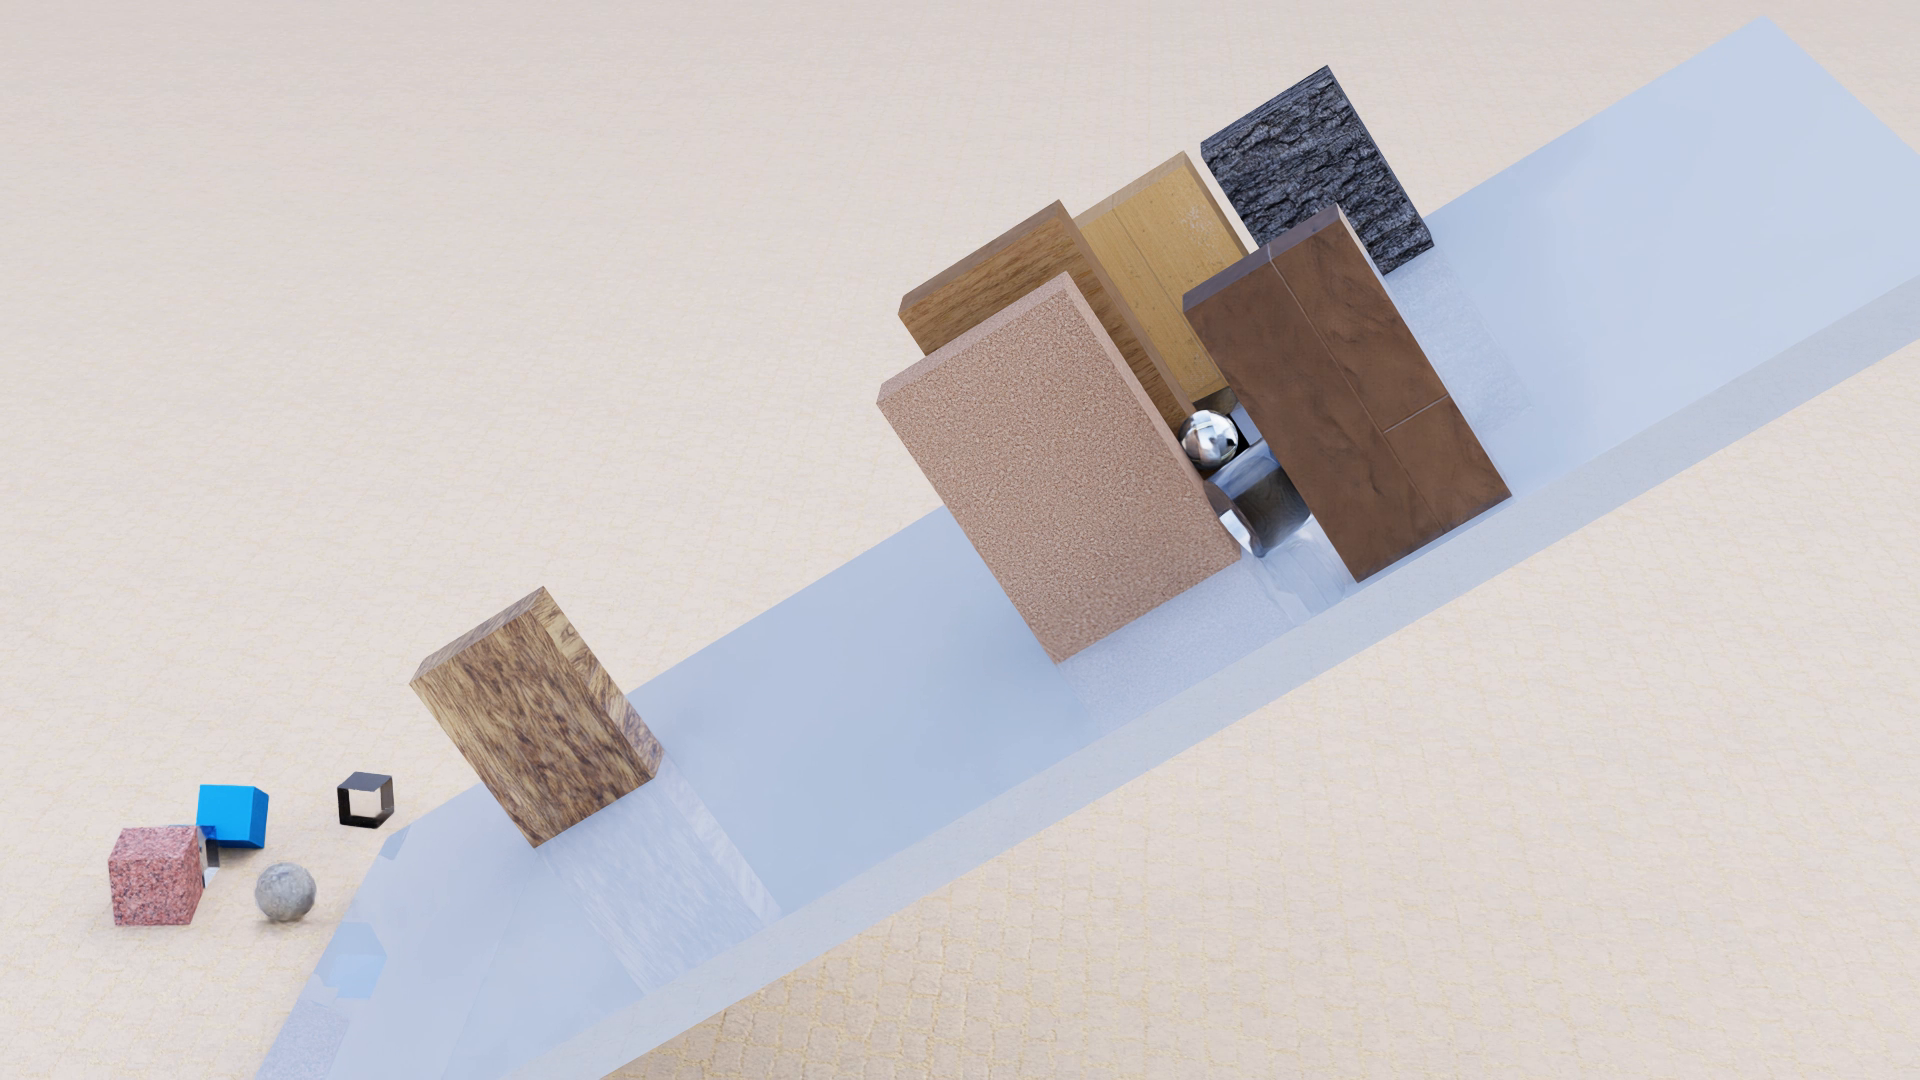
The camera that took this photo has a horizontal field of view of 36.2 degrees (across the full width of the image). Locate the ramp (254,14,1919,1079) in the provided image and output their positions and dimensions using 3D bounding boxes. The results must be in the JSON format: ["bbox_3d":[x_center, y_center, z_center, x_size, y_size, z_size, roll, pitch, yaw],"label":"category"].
[{"bbox_3d":[0.140,0.170,6.295,4.000,0.100,2.000,-31,15,14],"label":"ramp"}]

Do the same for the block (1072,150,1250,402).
[{"bbox_3d":[0.474,-0.546,6.612,0.386,0.513,0.147,-31,15,14],"label":"block"}]

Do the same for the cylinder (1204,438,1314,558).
[{"bbox_3d":[0.593,-0.094,5.603,0.184,0.184,0.184,-37,30,-9],"label":"cylinder"}]

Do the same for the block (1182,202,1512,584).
[{"bbox_3d":[0.676,-0.254,5.140,0.312,0.585,0.118,-31,15,14],"label":"block"}]

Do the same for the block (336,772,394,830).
[{"bbox_3d":[-1.610,0.705,7.972,0.110,0.110,0.110,5,21,14],"label":"block"}]

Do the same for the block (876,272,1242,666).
[{"bbox_3d":[0.195,-0.134,5.694,0.426,0.635,0.129,-31,15,14],"label":"block"}]

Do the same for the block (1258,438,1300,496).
[{"bbox_3d":[0.694,-0.178,5.751,0.130,0.130,0.130,-40,16,-18],"label":"block"}]

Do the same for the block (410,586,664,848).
[{"bbox_3d":[-0.970,0.409,6.769,0.346,0.487,0.149,-31,15,14],"label":"block"}]

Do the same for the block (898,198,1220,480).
[{"bbox_3d":[0.232,-0.273,5.888,0.372,0.716,0.140,-31,15,14],"label":"block"}]

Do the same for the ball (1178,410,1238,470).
[{"bbox_3d":[0.486,-0.196,5.764,0.119,0.119,0.119,0,20,0],"label":"ball"}]

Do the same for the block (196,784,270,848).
[{"bbox_3d":[-1.923,0.731,7.771,0.144,0.144,0.144,1,-14,3],"label":"block"}]

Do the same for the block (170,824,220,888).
[{"bbox_3d":[-2.006,0.822,7.638,0.122,0.122,0.122,1,20,3],"label":"block"}]

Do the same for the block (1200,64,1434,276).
[{"bbox_3d":[0.818,-0.794,6.751,0.340,0.461,0.140,-31,15,14],"label":"block"}]

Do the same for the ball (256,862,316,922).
[{"bbox_3d":[-1.700,0.888,7.418,0.150,0.150,0.150,0,20,0],"label":"ball"}]

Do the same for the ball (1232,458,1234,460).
[{"bbox_3d":[0.568,-0.101,5.772,0.134,0.134,0.134,0,20,0],"label":"ball"}]

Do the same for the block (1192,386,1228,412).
[{"bbox_3d":[0.511,-0.184,6.089,0.166,0.166,0.166,-25,18,32],"label":"block"}]

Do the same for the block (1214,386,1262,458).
[{"bbox_3d":[0.634,-0.238,5.990,0.168,0.168,0.168,-25,18,32],"label":"block"}]

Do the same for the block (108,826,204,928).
[{"bbox_3d":[-2.039,0.853,7.461,0.186,0.186,0.186,-1,20,-3],"label":"block"}]
